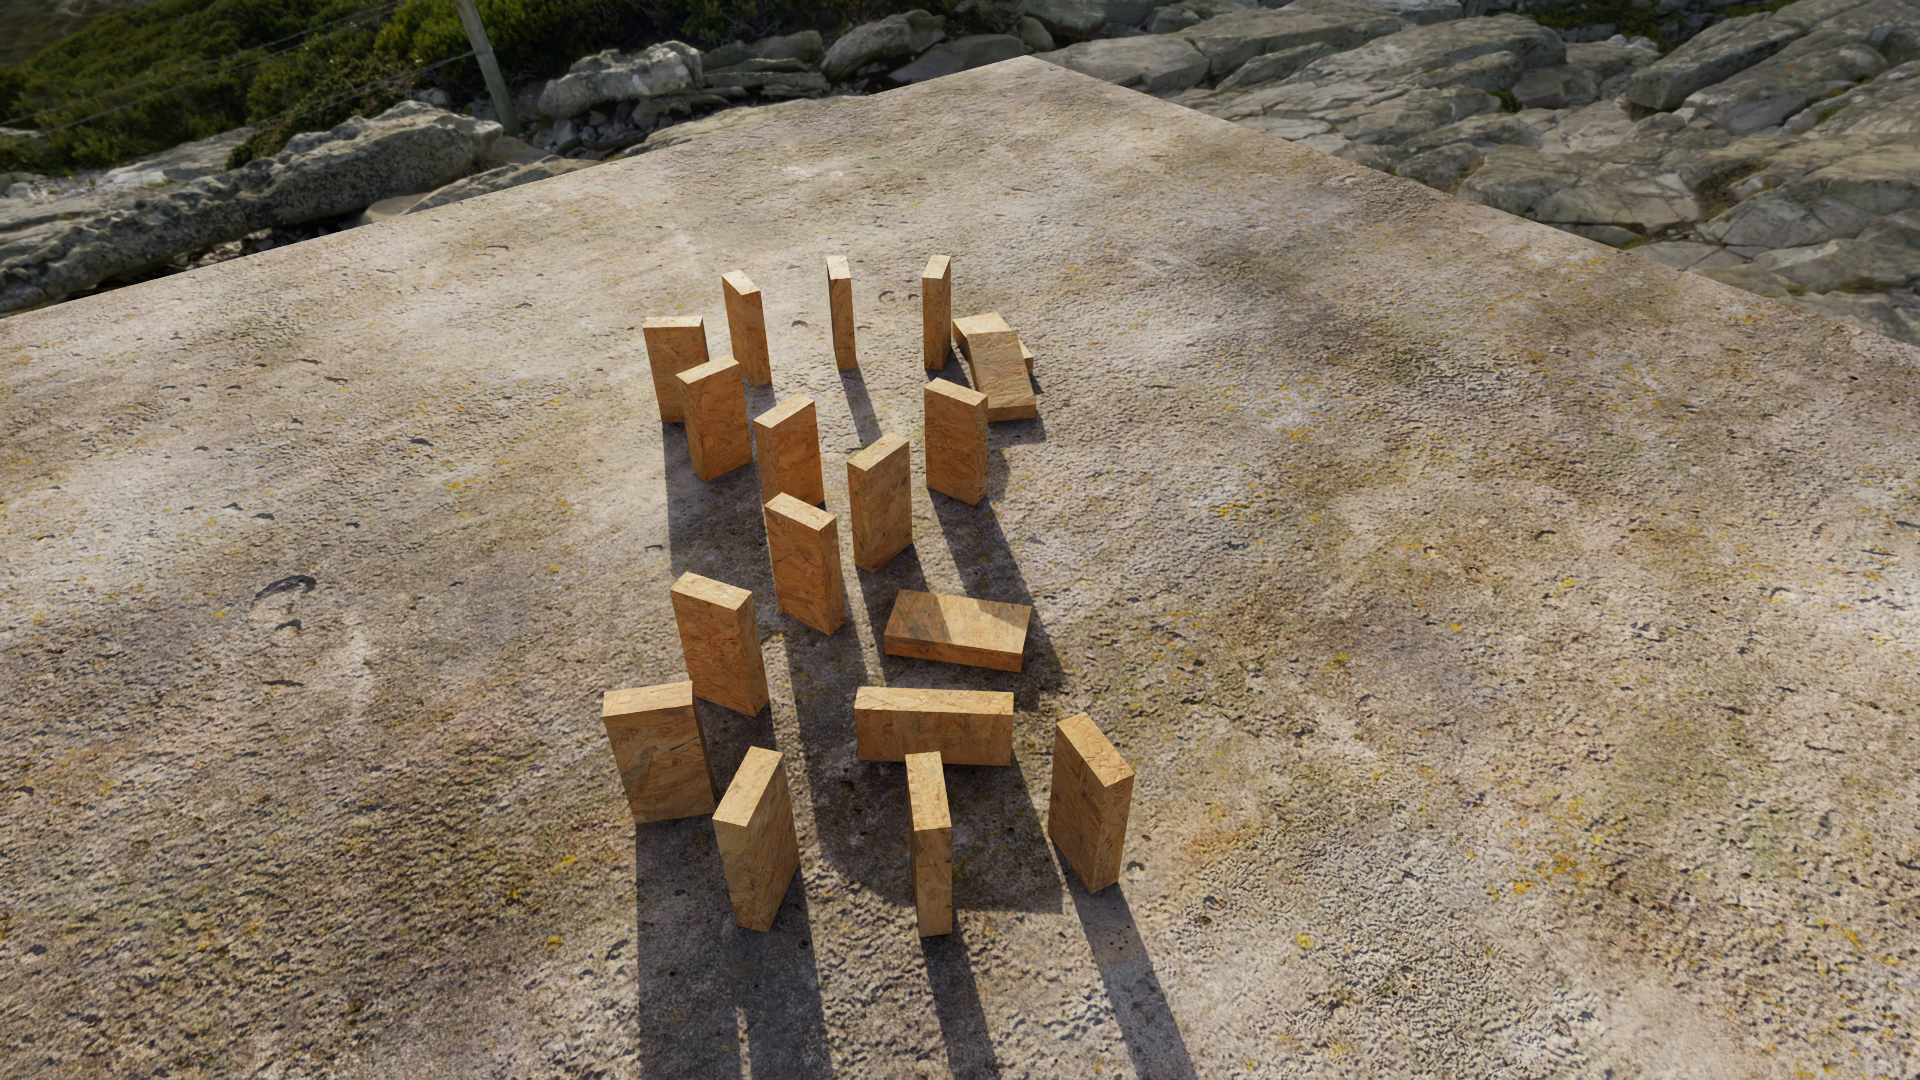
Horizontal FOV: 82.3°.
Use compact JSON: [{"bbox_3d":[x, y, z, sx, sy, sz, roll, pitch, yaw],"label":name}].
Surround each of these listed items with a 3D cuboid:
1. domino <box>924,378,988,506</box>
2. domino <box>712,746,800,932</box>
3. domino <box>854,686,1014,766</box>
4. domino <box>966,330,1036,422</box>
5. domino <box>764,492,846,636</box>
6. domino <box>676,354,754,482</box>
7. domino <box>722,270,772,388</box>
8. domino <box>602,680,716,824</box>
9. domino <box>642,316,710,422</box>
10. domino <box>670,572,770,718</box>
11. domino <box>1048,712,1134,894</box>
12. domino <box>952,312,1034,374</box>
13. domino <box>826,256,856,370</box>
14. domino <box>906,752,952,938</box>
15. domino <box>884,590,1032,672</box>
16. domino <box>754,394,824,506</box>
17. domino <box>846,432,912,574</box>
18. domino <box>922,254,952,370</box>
[{"bbox_3d":[-0.002,-0.041,0.461,0.025,0.050,0.009,23,45,25],"label":"domino"},{"bbox_3d":[-0.056,0.084,0.308,0.010,0.050,0.025,10,40,12],"label":"domino"},{"bbox_3d":[-0.008,0.061,0.357,0.050,0.025,0.009,2,39,2],"label":"domino"},{"bbox_3d":[0.019,-0.079,0.531,0.025,0.009,0.050,-6,55,-7],"label":"domino"},{"bbox_3d":[-0.056,0.009,0.400,0.025,0.050,0.009,23,45,26],"label":"domino"},{"bbox_3d":[-0.105,-0.052,0.475,0.025,0.050,0.009,-30,48,-31],"label":"domino"},{"bbox_3d":[-0.104,-0.103,0.537,0.010,0.050,0.025,-21,44,-24],"label":"domino"},{"bbox_3d":[-0.090,0.065,0.332,0.025,0.050,0.009,-7,40,-8],"label":"domino"},{"bbox_3d":[-0.128,-0.078,0.507,0.025,0.050,0.010,-2,39,-2],"label":"domino"},{"bbox_3d":[-0.080,0.036,0.368,0.025,0.050,0.009,15,42,18],"label":"domino"},{"bbox_3d":[0.037,0.076,0.318,0.010,0.050,0.025,-18,43,-21],"label":"domino"},{"bbox_3d":[0.016,-0.100,0.565,0.025,0.010,0.050,-13,41,-15],"label":"domino"},{"bbox_3d":[-0.059,-0.113,0.550,0.009,0.050,0.025,-7,40,-8],"label":"domino"},{"bbox_3d":[-0.009,0.085,0.307,0.009,0.050,0.025,-5,40,-6],"label":"domino"},{"bbox_3d":[0.000,0.033,0.403,0.050,0.009,0.025,7,40,8],"label":"domino"},{"bbox_3d":[-0.069,-0.032,0.451,0.009,0.050,0.025,25,46,28],"label":"domino"},{"bbox_3d":[-0.031,-0.014,0.429,0.009,0.050,0.025,26,46,28],"label":"domino"},{"bbox_3d":[-0.011,-0.114,0.550,0.009,0.050,0.025,6,40,8],"label":"domino"}]
